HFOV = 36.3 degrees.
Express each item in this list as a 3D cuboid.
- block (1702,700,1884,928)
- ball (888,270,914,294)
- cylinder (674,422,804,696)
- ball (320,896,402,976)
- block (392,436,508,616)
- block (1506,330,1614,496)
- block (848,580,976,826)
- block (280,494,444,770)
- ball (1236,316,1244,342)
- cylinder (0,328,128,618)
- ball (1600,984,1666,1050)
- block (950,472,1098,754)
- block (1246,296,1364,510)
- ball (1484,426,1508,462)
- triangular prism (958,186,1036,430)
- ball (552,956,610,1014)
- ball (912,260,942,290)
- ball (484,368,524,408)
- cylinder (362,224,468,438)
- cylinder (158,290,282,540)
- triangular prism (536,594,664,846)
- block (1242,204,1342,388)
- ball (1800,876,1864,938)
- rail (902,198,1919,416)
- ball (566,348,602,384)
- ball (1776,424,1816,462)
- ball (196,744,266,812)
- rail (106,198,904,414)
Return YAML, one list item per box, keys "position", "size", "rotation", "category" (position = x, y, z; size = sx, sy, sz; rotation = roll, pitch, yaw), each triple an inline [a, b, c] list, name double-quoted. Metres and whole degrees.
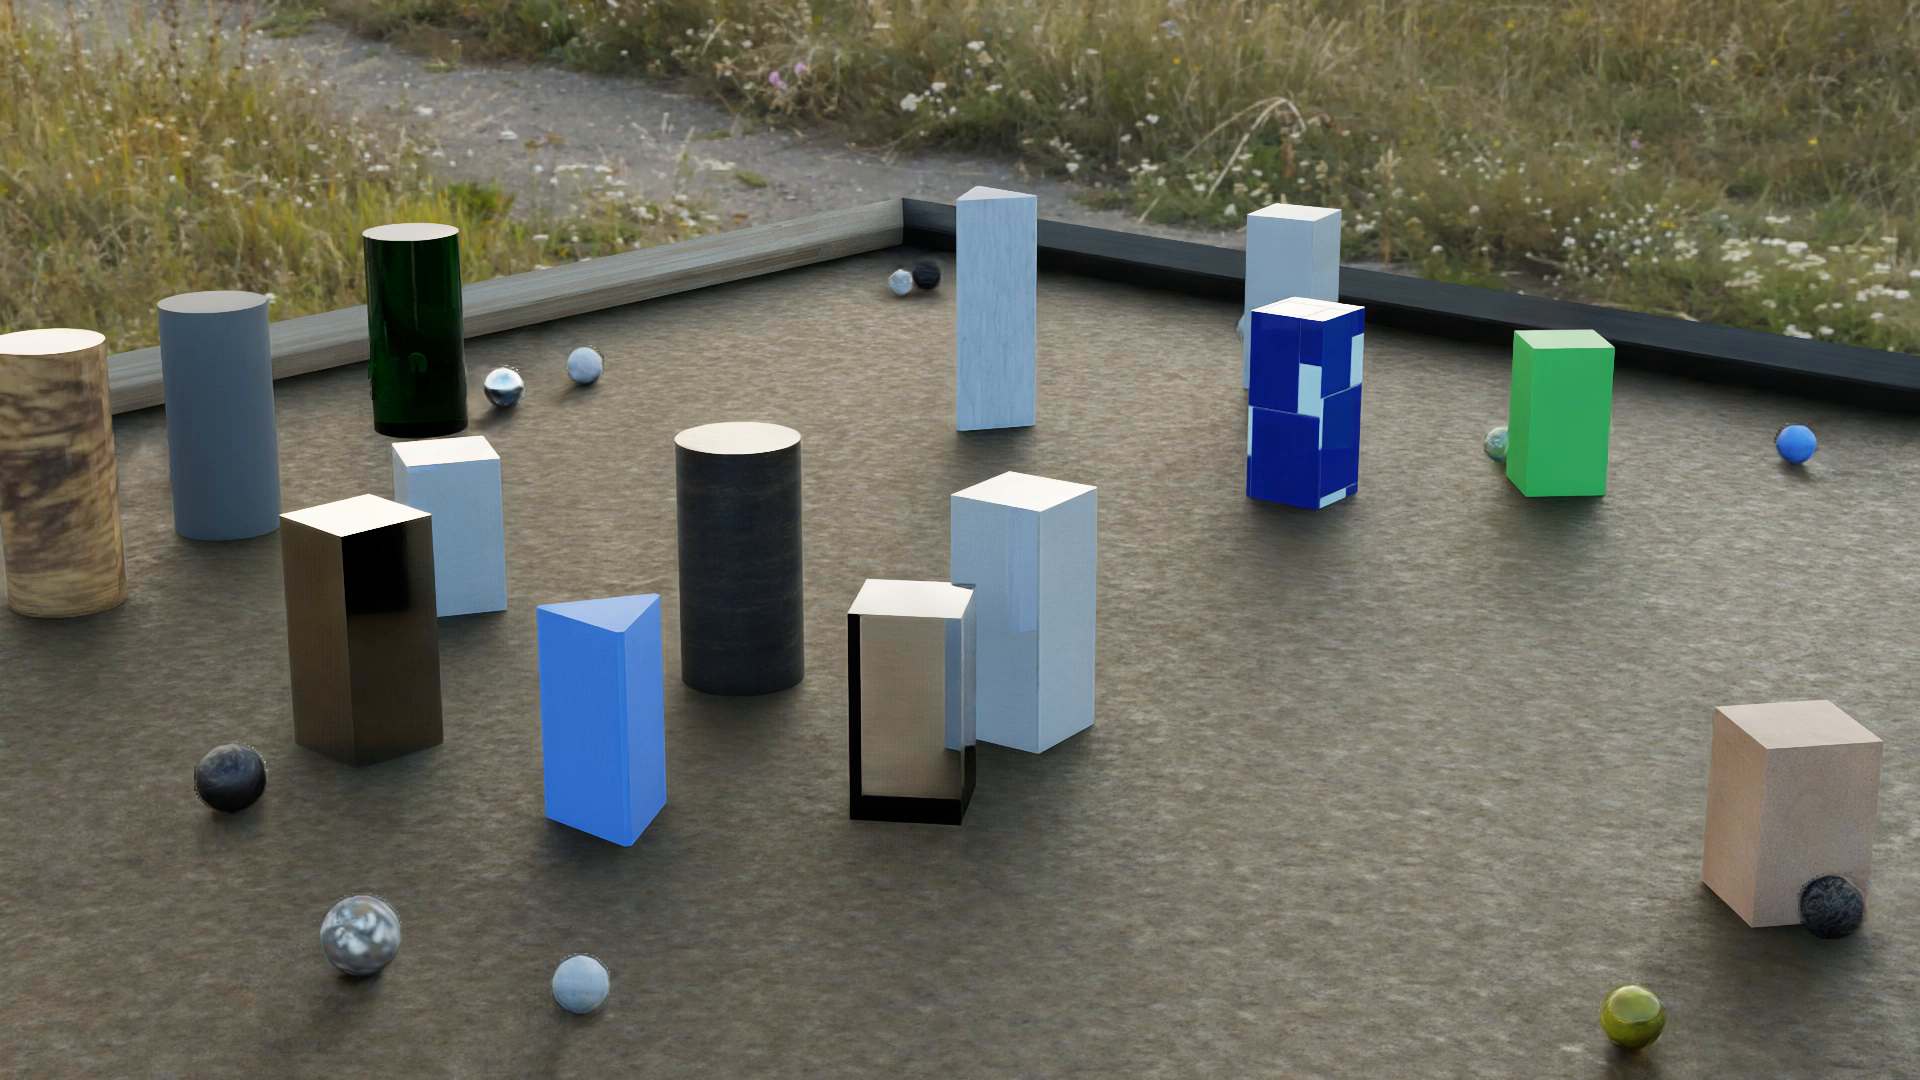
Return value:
- position: [1.088, 0.357, 3.842]
  size: [0.158, 0.247, 0.158]
  rotation: [-3, 17, -10]
  category: "block"
- position: [-0.152, -0.663, 7.544]
  size: [0.063, 0.063, 0.063]
  rotation: [0, 17, 0]
  category: "ball"
- position: [-0.350, 0.029, 4.670]
  size: [0.198, 0.397, 0.198]
  rotation: [0, 17, 0]
  category: "cylinder"
- position: [-0.746, 0.492, 3.648]
  size: [0.099, 0.099, 0.099]
  rotation: [0, 17, 0]
  category: "ball"
- position: [-0.881, -0.023, 5.062]
  size: [0.158, 0.271, 0.158]
  rotation: [-6, 18, -19]
  category: "block"
- position: [1.180, -0.251, 5.772]
  size: [0.158, 0.296, 0.158]
  rotation: [-1, 17, -3]
  category: "block"
- position: [-0.066, 0.229, 4.163]
  size: [0.158, 0.307, 0.158]
  rotation: [2, 17, 8]
  category: "block"
- position: [-0.893, 0.135, 4.381]
  size: [0.158, 0.360, 0.158]
  rotation: [16, 23, 42]
  category: "block"
- position: [0.698, -0.504, 6.997]
  size: [0.075, 0.075, 0.075]
  rotation: [0, 17, 0]
  category: "ball"
- position: [-1.553, -0.116, 5.040]
  size: [0.198, 0.461, 0.198]
  rotation: [0, 17, 0]
  category: "cylinder"
- position: [0.794, 0.562, 3.457]
  size: [0.075, 0.075, 0.075]
  rotation: [0, 17, 0]
  category: "ball"
- position: [0.097, 0.108, 4.441]
  size: [0.158, 0.378, 0.158]
  rotation: [11, 20, 33]
  category: "block"
- position: [0.671, -0.268, 5.699]
  size: [0.158, 0.371, 0.158]
  rotation: [12, 21, 35]
  category: "block"
- position: [1.106, -0.194, 5.970]
  size: [0.074, 0.074, 0.074]
  rotation: [0, 17, 0]
  category: "ball"
- position: [0.058, -0.497, 6.246]
  size: [0.172, 0.494, 0.149]
  rotation: [-5, 17, -15]
  category: "triangular prism"
- position: [-0.459, 0.538, 3.549]
  size: [0.069, 0.069, 0.069]
  rotation: [0, 17, 0]
  category: "ball"
- position: [-0.086, -0.688, 7.607]
  size: [0.076, 0.076, 0.076]
  rotation: [0, 17, 0]
  category: "ball"
- position: [-0.997, -0.332, 6.405]
  size: [0.087, 0.087, 0.087]
  rotation: [0, 17, 0]
  category: "ball"
- position: [-1.149, -0.444, 6.196]
  size: [0.198, 0.421, 0.198]
  rotation: [0, 17, 0]
  category: "cylinder"
- position: [-1.382, -0.234, 5.482]
  size: [0.198, 0.431, 0.198]
  rotation: [0, 17, 0]
  category: "cylinder"
- position: [-0.473, 0.241, 4.111]
  size: [0.172, 0.312, 0.149]
  rotation: [14, 22, 39]
  category: "triangular prism"
- position: [0.742, -0.539, 6.560]
  size: [0.158, 0.393, 0.158]
  rotation: [9, 19, 28]
  category: "block"
- position: [1.117, 0.470, 3.756]
  size: [0.080, 0.080, 0.080]
  rotation: [0, 17, 0]
  category: "ball"
- position: [1.501, -0.466, 6.775]
  size: [4.444, 0.129, 0.045]
  rotation: [14, 22, 39]
  category: "rail"
- position: [-0.847, -0.395, 6.623]
  size: [0.081, 0.081, 0.081]
  rotation: [0, 17, 0]
  category: "ball"
- position: [1.703, -0.196, 5.968]
  size: [0.078, 0.078, 0.078]
  rotation: [0, 17, 0]
  category: "ball"
- position: [-1.035, 0.338, 4.162]
  size: [0.097, 0.097, 0.097]
  rotation: [0, 17, 0]
  category: "ball"
- position: [-1.660, -0.384, 6.500]
  size: [0.045, 0.129, 4.626]
  rotation: [14, 22, 39]
  category: "rail"
